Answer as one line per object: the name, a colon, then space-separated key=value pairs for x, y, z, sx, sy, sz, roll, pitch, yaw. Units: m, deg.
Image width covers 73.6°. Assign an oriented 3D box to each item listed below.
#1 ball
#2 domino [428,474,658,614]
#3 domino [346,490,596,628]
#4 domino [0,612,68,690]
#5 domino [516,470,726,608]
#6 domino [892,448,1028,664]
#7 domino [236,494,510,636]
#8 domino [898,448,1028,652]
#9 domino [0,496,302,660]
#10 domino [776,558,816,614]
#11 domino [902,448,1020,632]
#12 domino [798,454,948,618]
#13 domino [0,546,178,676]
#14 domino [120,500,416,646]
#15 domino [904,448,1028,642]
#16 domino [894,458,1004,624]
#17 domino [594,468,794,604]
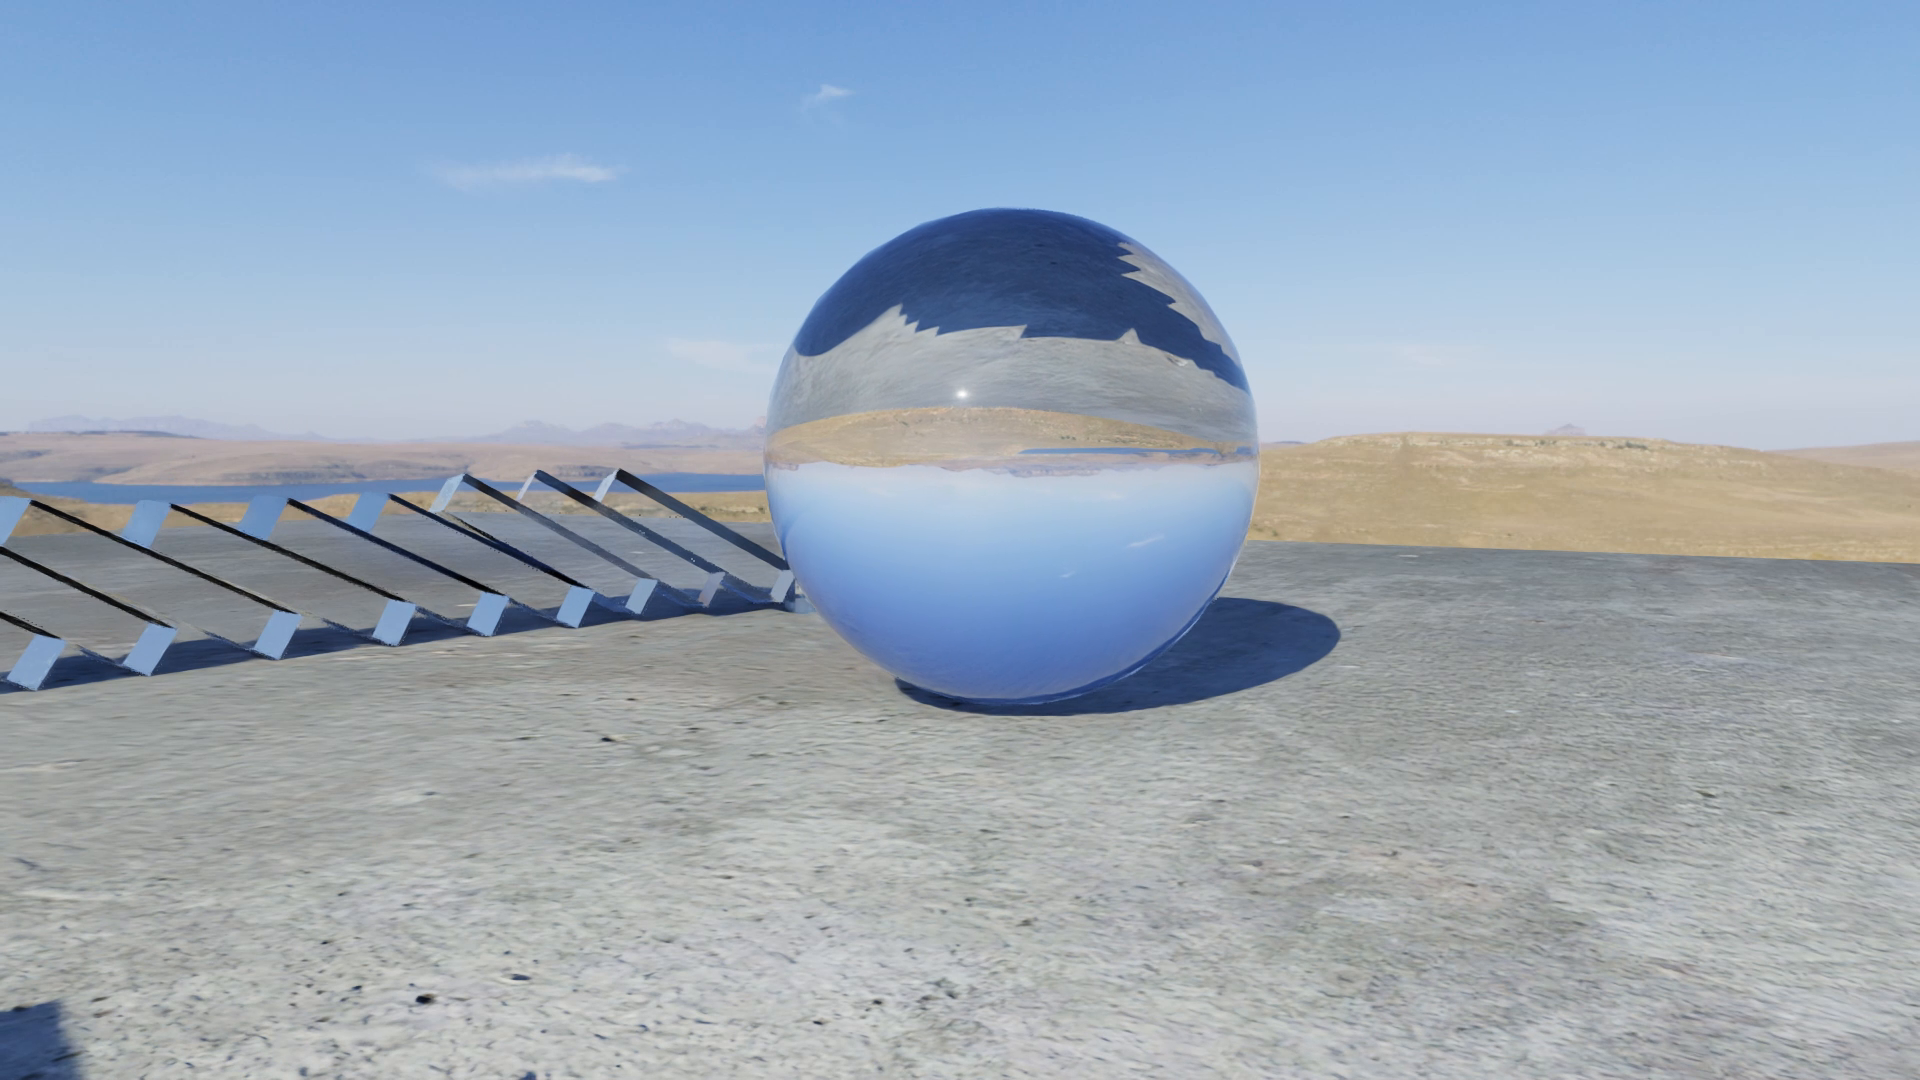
ball: x=0.008 y=-0.013 z=0.210 sx=0.080 sy=0.080 sz=0.080 roll=0 pitch=4 yaw=0
domino: x=-0.099 y=0.002 z=0.306 sx=0.050 sy=0.009 sz=0.025 roll=33 pitch=-16 yaw=-26
domino: x=-0.112 y=0.005 z=0.294 sx=0.050 sy=0.009 sz=0.025 roll=32 pitch=-15 yaw=-34
domino: x=-0.180 y=0.009 z=0.213 sx=0.025 sy=0.009 sz=0.050 roll=3 pitch=-28 yaw=37
domino: x=-0.085 y=0.001 z=0.316 sx=0.050 sy=0.009 sz=0.025 roll=31 pitch=-15 yaw=-20
domino: x=-0.001 y=0.002 z=0.263 sx=0.025 sy=0.009 sz=0.050 roll=0 pitch=48 yaw=-4
domino: x=-0.127 y=0.006 z=0.278 sx=0.025 sy=0.009 sz=0.050 roll=5 pitch=-22 yaw=48
domino: x=0.000 y=0.001 z=0.276 sx=0.025 sy=0.009 sz=0.050 roll=0 pitch=48 yaw=-4
domino: x=-0.157 y=0.008 z=0.246 sx=0.025 sy=0.009 sz=0.050 roll=4 pitch=-24 yaw=43
domino: x=-0.038 y=0.012 z=0.349 sx=0.025 sy=0.009 sz=0.050 roll=-2 pitch=5 yaw=-20
domino: x=-0.001 y=-0.001 z=0.304 sx=0.025 sy=0.009 sz=0.050 roll=0 pitch=48 yaw=-4
domino: x=-0.023 y=-0.002 z=0.331 sx=0.025 sy=0.009 sz=0.050 roll=-2 pitch=45 yaw=-24
domino: x=-0.170 y=0.008 z=0.228 sx=0.025 sy=0.009 sz=0.050 roll=4 pitch=-27 yaw=40
domino: x=-0.141 y=0.007 z=0.263 sx=0.025 sy=0.009 sz=0.050 roll=4 pitch=-21 yaw=45
domino: x=0.000 y=0.000 z=0.290 sx=0.025 sy=0.010 sz=0.050 roll=0 pitch=48 yaw=-4
domino: x=-0.004 y=-0.001 z=0.319 sx=0.025 sy=0.009 sz=0.050 roll=0 pitch=43 yaw=-4
domino: x=-0.068 y=0.000 z=0.323 sx=0.050 sy=0.009 sz=0.025 roll=31 pitch=-15 yaw=-19
